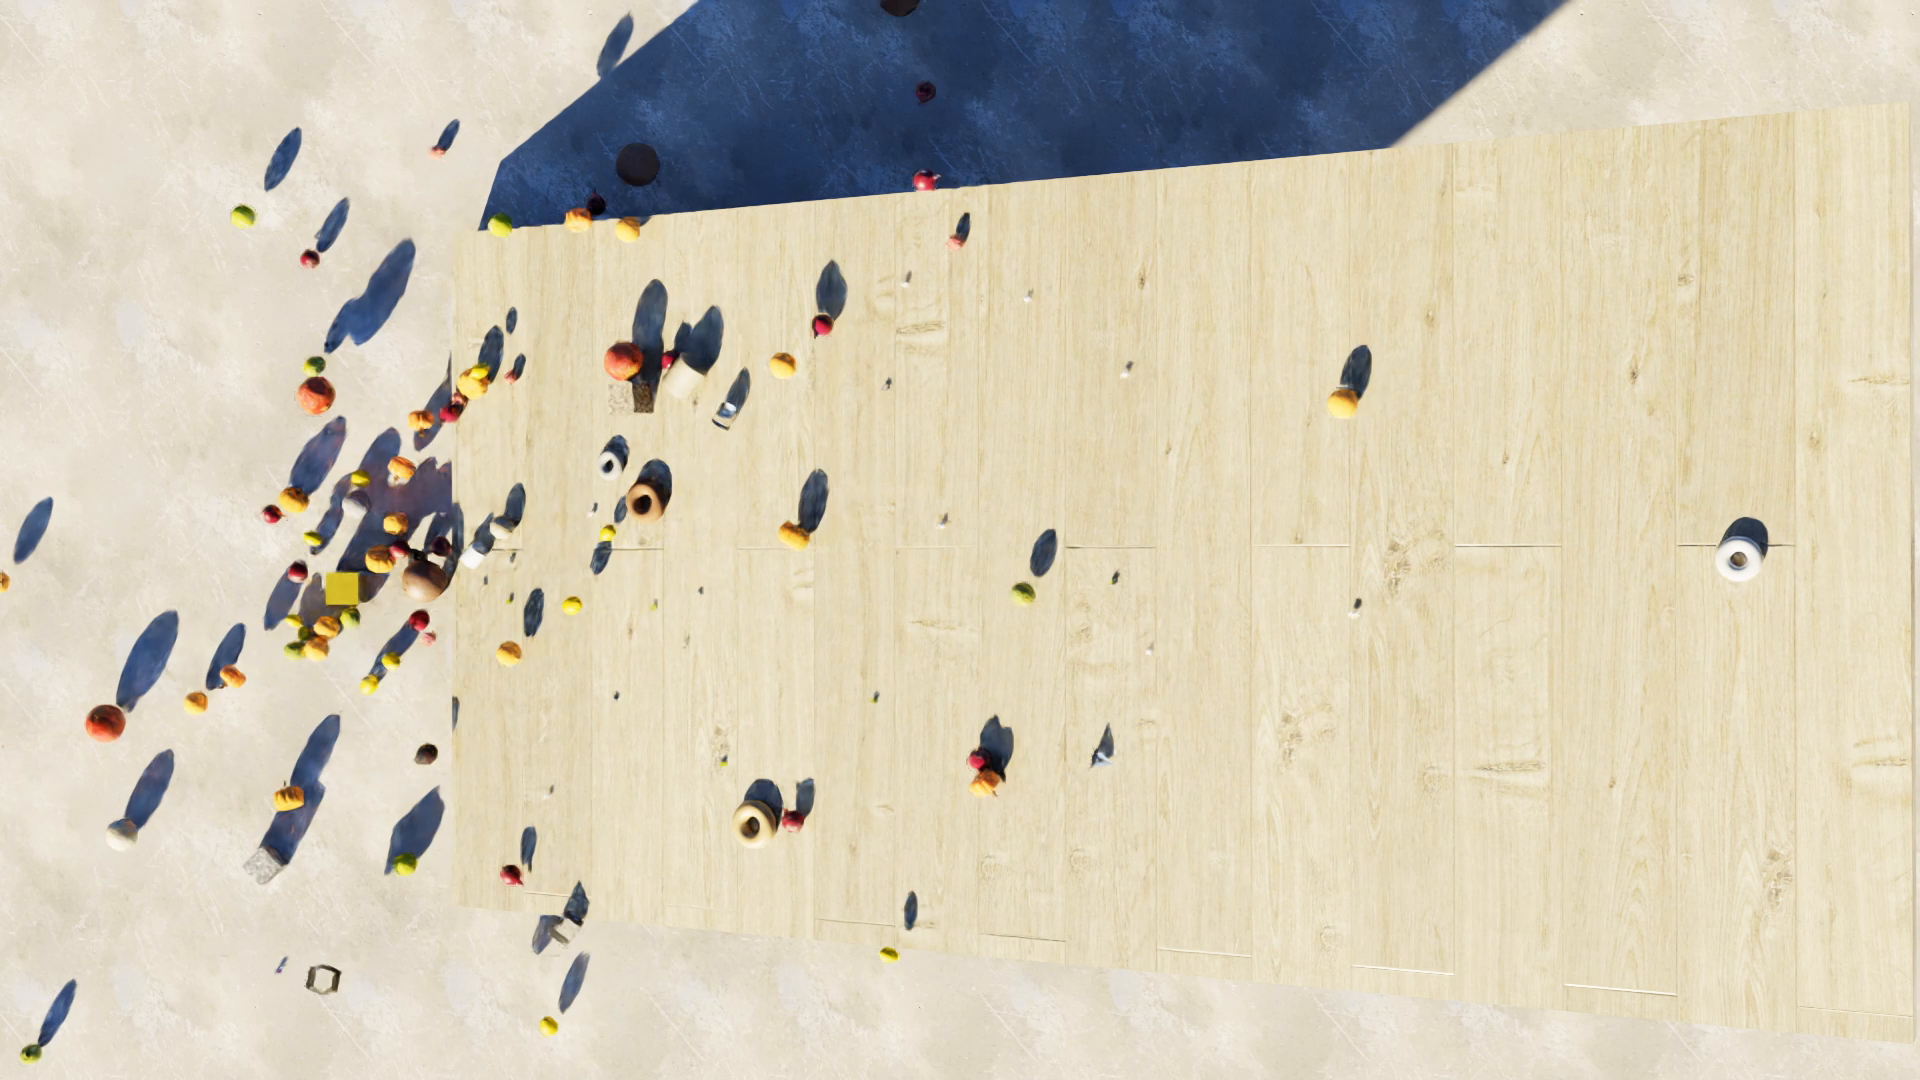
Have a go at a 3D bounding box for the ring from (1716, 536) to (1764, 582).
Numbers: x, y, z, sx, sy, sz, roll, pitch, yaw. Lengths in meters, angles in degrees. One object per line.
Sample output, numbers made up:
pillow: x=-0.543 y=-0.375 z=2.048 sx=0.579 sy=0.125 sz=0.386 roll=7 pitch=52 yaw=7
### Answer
ring: x=1.705 y=0.041 z=4.813 sx=0.100 sy=0.033 sz=0.100 roll=-1 pitch=88 yaw=29

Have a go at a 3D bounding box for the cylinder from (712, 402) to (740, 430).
cylinder: x=-0.645 y=-0.341 z=6.050 sx=0.057 sy=0.057 sz=0.057 roll=28 pitch=112 yaw=0

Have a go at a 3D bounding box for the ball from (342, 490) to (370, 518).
ball: x=-1.811 y=-0.107 z=6.597 sx=0.081 sy=0.081 sz=0.081 roll=0 pitch=89 yaw=0

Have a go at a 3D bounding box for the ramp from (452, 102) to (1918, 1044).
ramp: x=0.276 y=0.077 z=5.650 sx=4.000 sy=0.100 sz=2.000 roll=0 pitch=89 yaw=28

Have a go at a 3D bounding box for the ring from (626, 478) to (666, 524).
ring: x=-0.883 y=-0.109 z=6.190 sx=0.128 sy=0.043 sz=0.128 roll=0 pitch=90 yaw=27

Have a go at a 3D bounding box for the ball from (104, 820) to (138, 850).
ball: x=-2.509 y=0.883 z=6.581 sx=0.093 sy=0.093 sz=0.093 roll=0 pitch=89 yaw=0

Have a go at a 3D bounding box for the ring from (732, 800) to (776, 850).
ring: x=-0.563 y=0.778 z=6.009 sx=0.135 sy=0.045 sz=0.135 roll=0 pitch=90 yaw=27

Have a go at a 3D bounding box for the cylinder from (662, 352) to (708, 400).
cylinder: x=-0.763 y=-0.454 z=6.099 sx=0.093 sy=0.093 sz=0.093 roll=42 pitch=109 yaw=0

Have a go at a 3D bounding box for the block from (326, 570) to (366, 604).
block: x=-1.839 y=0.142 z=6.583 sx=0.096 sy=0.096 sz=0.096 roll=-1 pitch=91 yaw=-3

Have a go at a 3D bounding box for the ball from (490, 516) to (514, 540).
ball: x=-1.335 y=-0.037 z=6.414 sx=0.072 sy=0.072 sz=0.072 roll=0 pitch=89 yaw=0

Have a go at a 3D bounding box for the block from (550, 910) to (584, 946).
block: x=-1.128 y=1.114 z=6.309 sx=0.063 sy=0.063 sz=0.063 roll=36 pitch=127 yaw=6

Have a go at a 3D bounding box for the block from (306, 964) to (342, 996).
block: x=-1.871 y=1.293 z=6.465 sx=0.065 sy=0.065 sz=0.065 roll=-17 pitch=54 yaw=29

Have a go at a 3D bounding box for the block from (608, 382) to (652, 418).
block: x=-0.929 y=-0.396 z=6.193 sx=0.086 sy=0.086 sz=0.086 roll=-5 pitch=87 yaw=28

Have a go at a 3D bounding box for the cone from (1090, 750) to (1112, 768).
cone: x=0.360 y=0.555 z=5.523 sx=0.053 sy=0.053 sz=0.053 roll=13 pitch=89 yaw=11

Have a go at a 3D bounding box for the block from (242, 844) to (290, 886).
block: x=-2.079 y=0.973 z=6.585 sx=0.083 sy=0.083 sz=0.083 roll=-44 pitch=90 yaw=0

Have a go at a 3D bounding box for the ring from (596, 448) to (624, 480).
ring: x=-0.995 y=-0.214 z=6.257 sx=0.092 sy=0.031 sz=0.092 roll=0 pitch=90 yaw=30
